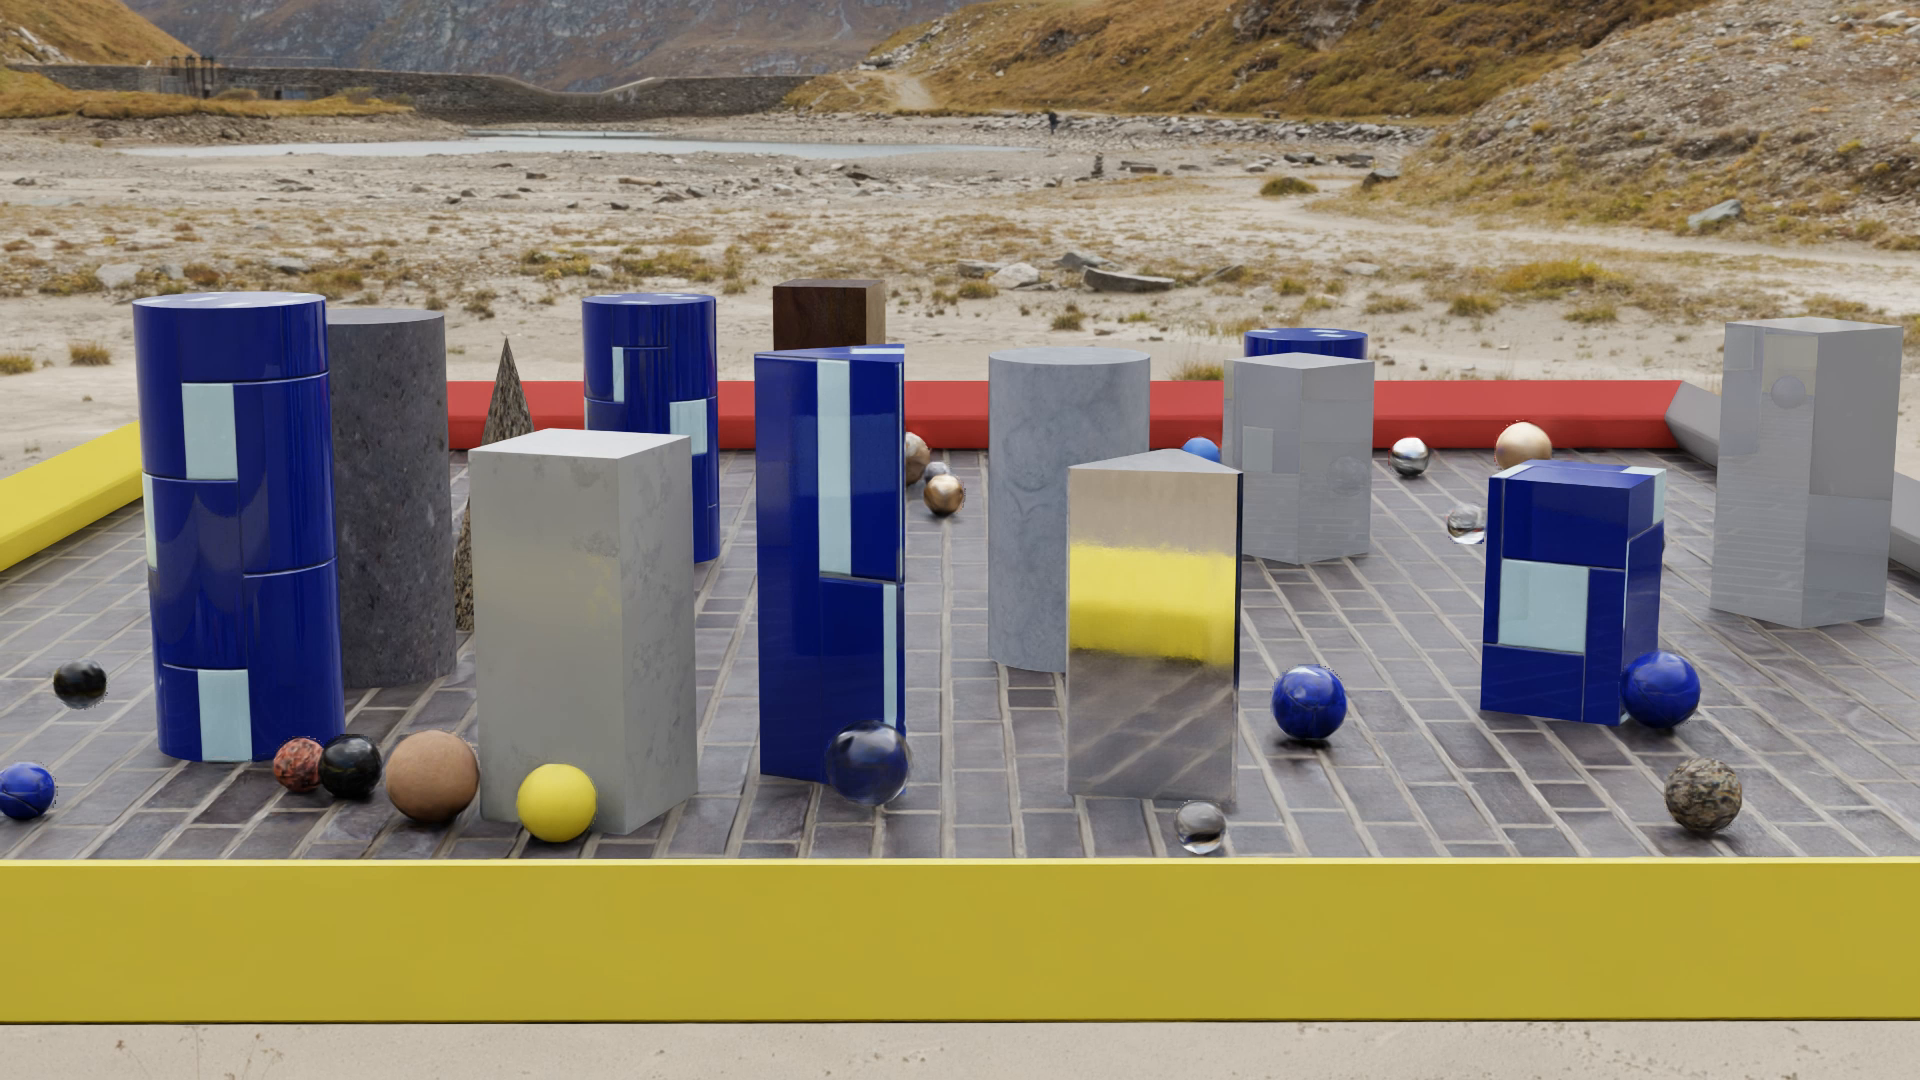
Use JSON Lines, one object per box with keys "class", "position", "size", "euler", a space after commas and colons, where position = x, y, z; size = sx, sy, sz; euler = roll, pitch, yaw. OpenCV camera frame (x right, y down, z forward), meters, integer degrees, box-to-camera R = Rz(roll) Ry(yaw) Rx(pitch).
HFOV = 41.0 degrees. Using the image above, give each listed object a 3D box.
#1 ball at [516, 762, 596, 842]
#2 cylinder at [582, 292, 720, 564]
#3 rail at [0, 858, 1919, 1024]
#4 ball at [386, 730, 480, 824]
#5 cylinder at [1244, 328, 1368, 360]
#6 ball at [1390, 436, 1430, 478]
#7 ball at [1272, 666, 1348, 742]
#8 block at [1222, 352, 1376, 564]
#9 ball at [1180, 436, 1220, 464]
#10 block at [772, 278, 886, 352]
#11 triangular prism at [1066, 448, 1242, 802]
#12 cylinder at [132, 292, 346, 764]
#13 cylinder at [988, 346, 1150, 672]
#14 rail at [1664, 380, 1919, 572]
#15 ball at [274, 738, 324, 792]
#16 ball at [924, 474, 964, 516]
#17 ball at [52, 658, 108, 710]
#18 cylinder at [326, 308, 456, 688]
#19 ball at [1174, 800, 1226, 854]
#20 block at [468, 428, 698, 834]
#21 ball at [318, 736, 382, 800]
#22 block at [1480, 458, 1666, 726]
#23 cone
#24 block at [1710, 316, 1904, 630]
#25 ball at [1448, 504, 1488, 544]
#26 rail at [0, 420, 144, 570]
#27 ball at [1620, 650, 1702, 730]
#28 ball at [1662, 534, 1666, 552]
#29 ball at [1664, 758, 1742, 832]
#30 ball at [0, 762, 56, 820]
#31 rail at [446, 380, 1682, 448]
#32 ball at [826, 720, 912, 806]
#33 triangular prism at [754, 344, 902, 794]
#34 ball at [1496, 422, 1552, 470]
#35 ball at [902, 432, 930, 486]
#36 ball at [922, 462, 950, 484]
{"class": "ball", "position": [-0.383, 0.249, 2.436], "size": [0.075, 0.075, 0.075], "euler": [0, 10, 0]}
{"class": "cylinder", "position": [-0.461, -0.168, 3.837], "size": [0.199, 0.386, 0.199], "euler": [0, 10, 0]}
{"class": "rail", "position": [0.009, 0.303, 1.988], "size": [2.797, 0.129, 0.045], "euler": [0, 10, 0]}
{"class": "ball", "position": [-0.513, 0.230, 2.494], "size": [0.090, 0.090, 0.090], "euler": [0, 10, 0]}
{"class": "cylinder", "position": [0.556, -0.183, 4.153], "size": [0.199, 0.301, 0.199], "euler": [0, 10, 0]}
{"class": "ball", "position": [0.806, -0.149, 4.595], "size": [0.072, 0.072, 0.072], "euler": [0, 10, 0]}
{"class": "ball", "position": [0.381, 0.178, 2.798], "size": [0.082, 0.082, 0.082], "euler": [0, 10, 0]}
{"class": "block", "position": [0.509, -0.127, 3.875], "size": [0.159, 0.290, 0.159], "euler": [-9, 13, -39]}
{"class": "ball", "position": [0.429, -0.149, 4.594], "size": [0.072, 0.072, 0.072], "euler": [0, 10, 0]}
{"class": "block", "position": [-0.220, -0.255, 4.365], "size": [0.159, 0.364, 0.159], "euler": [2, 11, 10]}
{"class": "triangular prism", "position": [0.206, 0.082, 2.625], "size": [0.172, 0.334, 0.149], "euler": [2, 11, 12]}
{"class": "cylinder", "position": [-0.775, -0.019, 2.767], "size": [0.199, 0.481, 0.199], "euler": [0, 10, 0]}
{"class": "cylinder", "position": [0.134, -0.042, 3.181], "size": [0.199, 0.376, 0.199], "euler": [0, 10, 0]}
{"class": "rail", "position": [1.375, 0.032, 3.457], "size": [0.045, 0.129, 3.019], "euler": [0, 10, 0]}
{"class": "ball", "position": [-0.669, 0.228, 2.605], "size": [0.054, 0.054, 0.054], "euler": [0, 10, 0]}
{"class": "ball", "position": [-0.027, -0.074, 4.206], "size": [0.067, 0.067, 0.067], "euler": [0, 10, 0]}
{"class": "ball", "position": [-1.008, 0.164, 2.938], "size": [0.059, 0.059, 0.059], "euler": [0, 10, 0]}
{"class": "cylinder", "position": [-0.716, -0.055, 3.097], "size": [0.199, 0.432, 0.199], "euler": [0, 10, 0]}
{"class": "ball", "position": [0.225, 0.269, 2.401], "size": [0.049, 0.049, 0.049], "euler": [0, 10, 0]}
{"class": "block", "position": [-0.368, 0.085, 2.526], "size": [0.159, 0.365, 0.159], "euler": [4, 11, 19]}
{"class": "ball", "position": [-0.613, 0.228, 2.579], "size": [0.064, 0.064, 0.064], "euler": [0, 10, 0]}
{"class": "block", "position": [0.704, 0.056, 2.945], "size": [0.159, 0.269, 0.159], "euler": [6, 12, 29]}
{"class": "cone", "position": [-0.596, -0.084, 3.402], "size": [0.199, 0.378, 0.199], "euler": [0, 10, 0]}
{"class": "block", "position": [1.129, -0.094, 3.429], "size": [0.159, 0.389, 0.159], "euler": [-6, 12, -29]}
{"class": "ball", "position": [0.781, -0.024, 3.946], "size": [0.063, 0.063, 0.063], "euler": [0, 10, 0]}
{"class": "rail", "position": [-1.375, 0.035, 3.441], "size": [0.045, 0.129, 3.019], "euler": [0, 10, 0]}
{"class": "ball", "position": [0.775, 0.166, 2.839], "size": [0.086, 0.086, 0.086], "euler": [0, 10, 0]}
{"class": "ball", "position": [1.005, 0.001, 3.788], "size": [0.072, 0.072, 0.072], "euler": [0, 10, 0]}
{"class": "ball", "position": [0.715, 0.245, 2.466], "size": [0.072, 0.072, 0.072], "euler": [0, 10, 0]}
{"class": "ball", "position": [-0.914, 0.245, 2.506], "size": [0.057, 0.057, 0.057], "euler": [0, 10, 0]}
{"class": "rail", "position": [-0.009, -0.237, 4.910], "size": [2.797, 0.129, 0.045], "euler": [0, 10, 0]}
{"class": "ball", "position": [-0.091, 0.222, 2.552], "size": [0.087, 0.087, 0.087], "euler": [0, 10, 0]}
{"class": "triangular prism", "position": [-0.098, 0.022, 2.661], "size": [0.172, 0.439, 0.149], "euler": [6, 12, 28]}
{"class": "ball", "position": [1.006, -0.160, 4.582], "size": [0.099, 0.099, 0.099], "euler": [0, 10, 0]}
{"class": "ball", "position": [-0.099, -0.143, 4.496], "size": [0.096, 0.096, 0.096], "euler": [0, 10, 0]}
{"class": "ball", "position": [-0.041, -0.113, 4.465], "size": [0.049, 0.049, 0.049], "euler": [0, 10, 0]}
